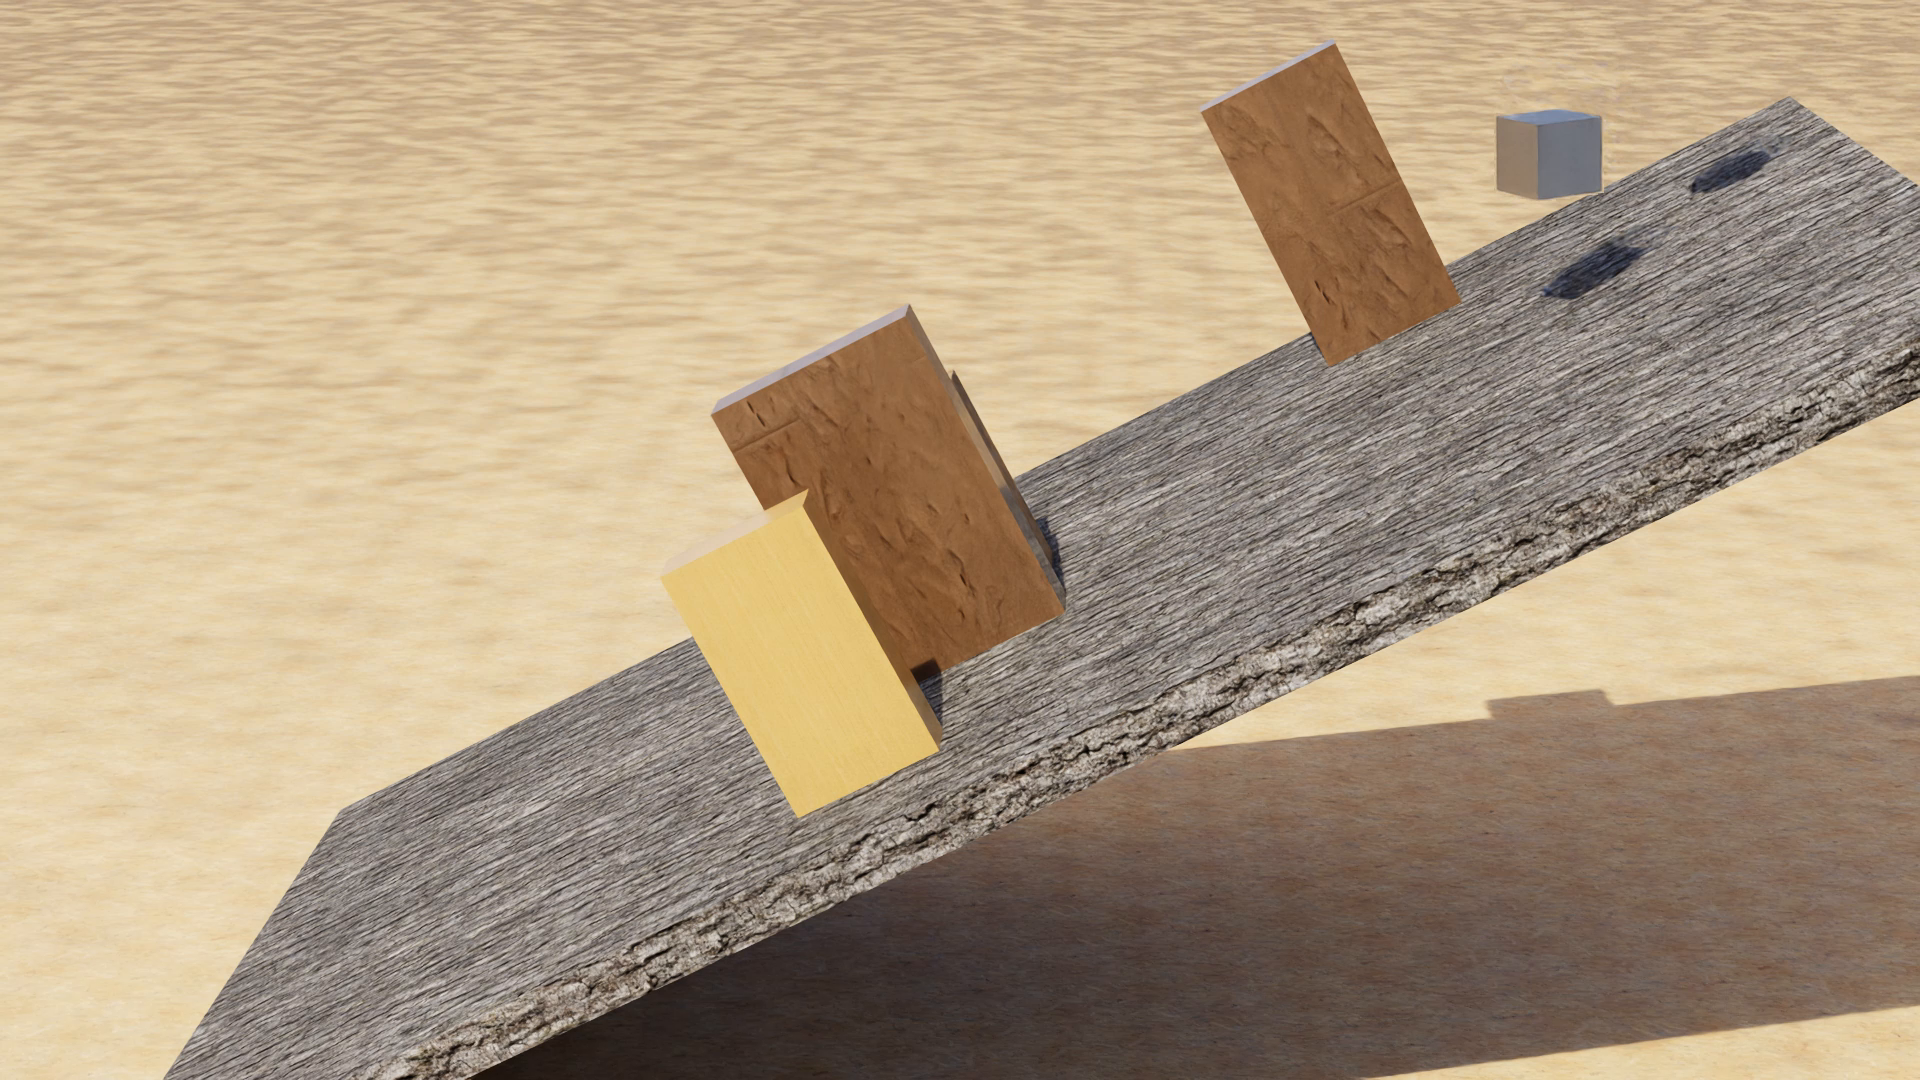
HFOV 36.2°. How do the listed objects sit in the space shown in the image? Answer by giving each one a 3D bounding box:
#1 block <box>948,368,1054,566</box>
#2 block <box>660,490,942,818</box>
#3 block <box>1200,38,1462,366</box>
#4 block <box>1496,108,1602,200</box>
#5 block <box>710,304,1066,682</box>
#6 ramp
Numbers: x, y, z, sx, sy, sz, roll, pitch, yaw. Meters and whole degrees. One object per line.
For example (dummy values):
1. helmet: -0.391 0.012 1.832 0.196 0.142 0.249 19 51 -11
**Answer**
1. block: -0.018 -0.098 6.349 0.248 0.468 0.118 -26 14 10
2. block: -0.299 0.218 5.609 0.308 0.543 0.118 -26 14 10
3. block: 0.837 -0.757 6.636 0.332 0.656 0.081 -26 14 10
4. block: 1.211 -0.794 6.048 0.153 0.153 0.153 -10 18 -20
5. block: -0.140 -0.070 6.012 0.445 0.694 0.119 -26 14 10
6. ramp: 0.140 0.167 6.281 4.000 0.100 2.000 -26 14 10
